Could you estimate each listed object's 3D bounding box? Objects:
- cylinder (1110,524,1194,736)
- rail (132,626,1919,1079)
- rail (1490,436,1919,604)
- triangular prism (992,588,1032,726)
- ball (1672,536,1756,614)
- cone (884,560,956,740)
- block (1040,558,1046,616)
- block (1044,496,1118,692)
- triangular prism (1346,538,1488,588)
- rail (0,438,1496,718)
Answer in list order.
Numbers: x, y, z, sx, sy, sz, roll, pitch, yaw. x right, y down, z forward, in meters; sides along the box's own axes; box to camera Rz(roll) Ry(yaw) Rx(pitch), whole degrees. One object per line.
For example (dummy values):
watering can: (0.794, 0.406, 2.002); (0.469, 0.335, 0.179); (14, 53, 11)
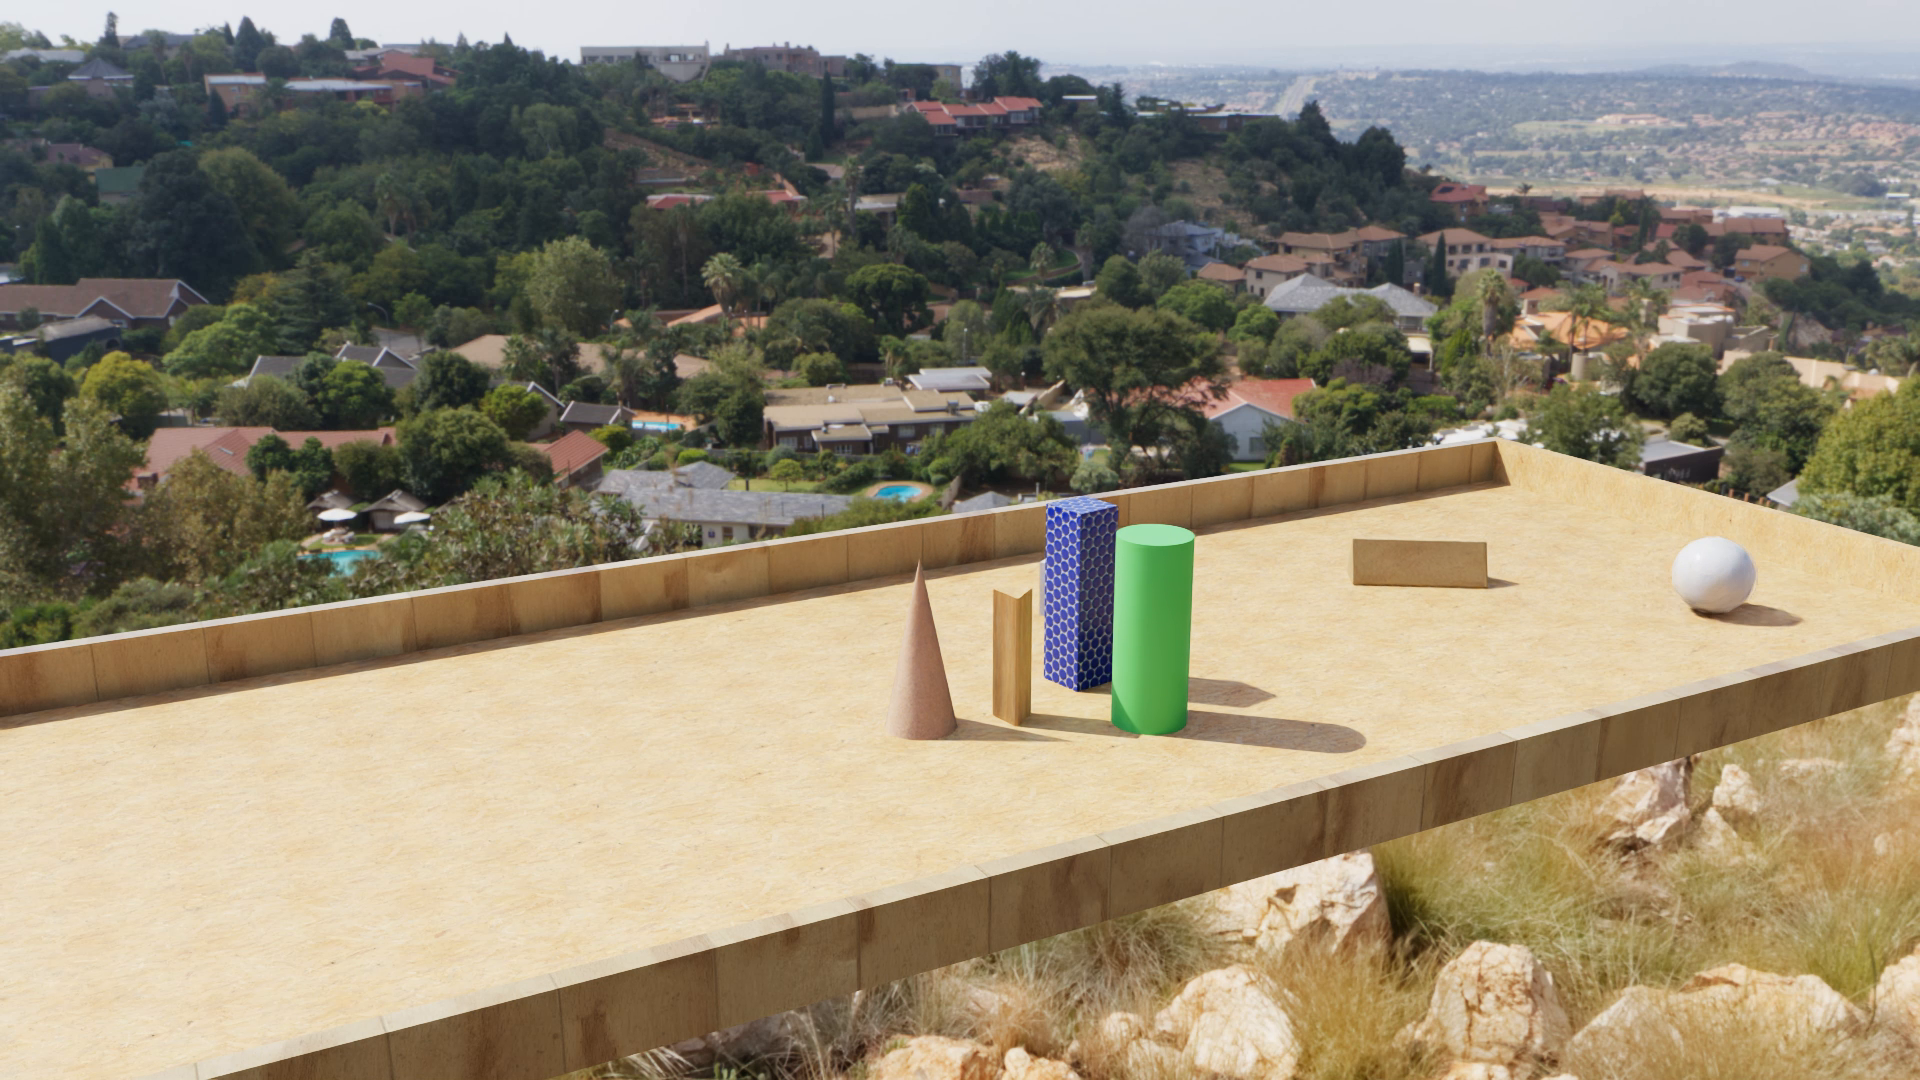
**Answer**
cylinder: (0.447, 0.207, 3.839); (0.179, 0.457, 0.179); (0, 16, 0)
rail: (-2.336, 1.006, 1.665); (12.000, 0.150, 0.050); (-9, 18, -27)
rail: (2.466, -0.048, 5.253); (0.050, 0.150, 2.100); (-9, 18, -27)
triangular prism: (0.137, 0.269, 3.880); (0.079, 0.316, 0.091); (-12, 20, -35)
ball: (2.116, 0.099, 4.635); (0.216, 0.216, 0.216); (0, 16, 0)
cone: (-0.092, 0.238, 3.812); (0.170, 0.414, 0.170); (0, 16, 0)
block: (0.365, 0.104, 4.727); (0.155, 0.155, 0.336); (8, 18, 25)
block: (0.299, 0.132, 4.095); (0.125, 0.456, 0.125); (-13, 21, -37)
triangular prism: (1.368, 0.058, 4.931); (0.391, 0.122, 0.140); (1, 16, 5)
rail: (-3.305, 0.497, 3.399); (12.000, 0.150, 0.050); (-9, 18, -27)
